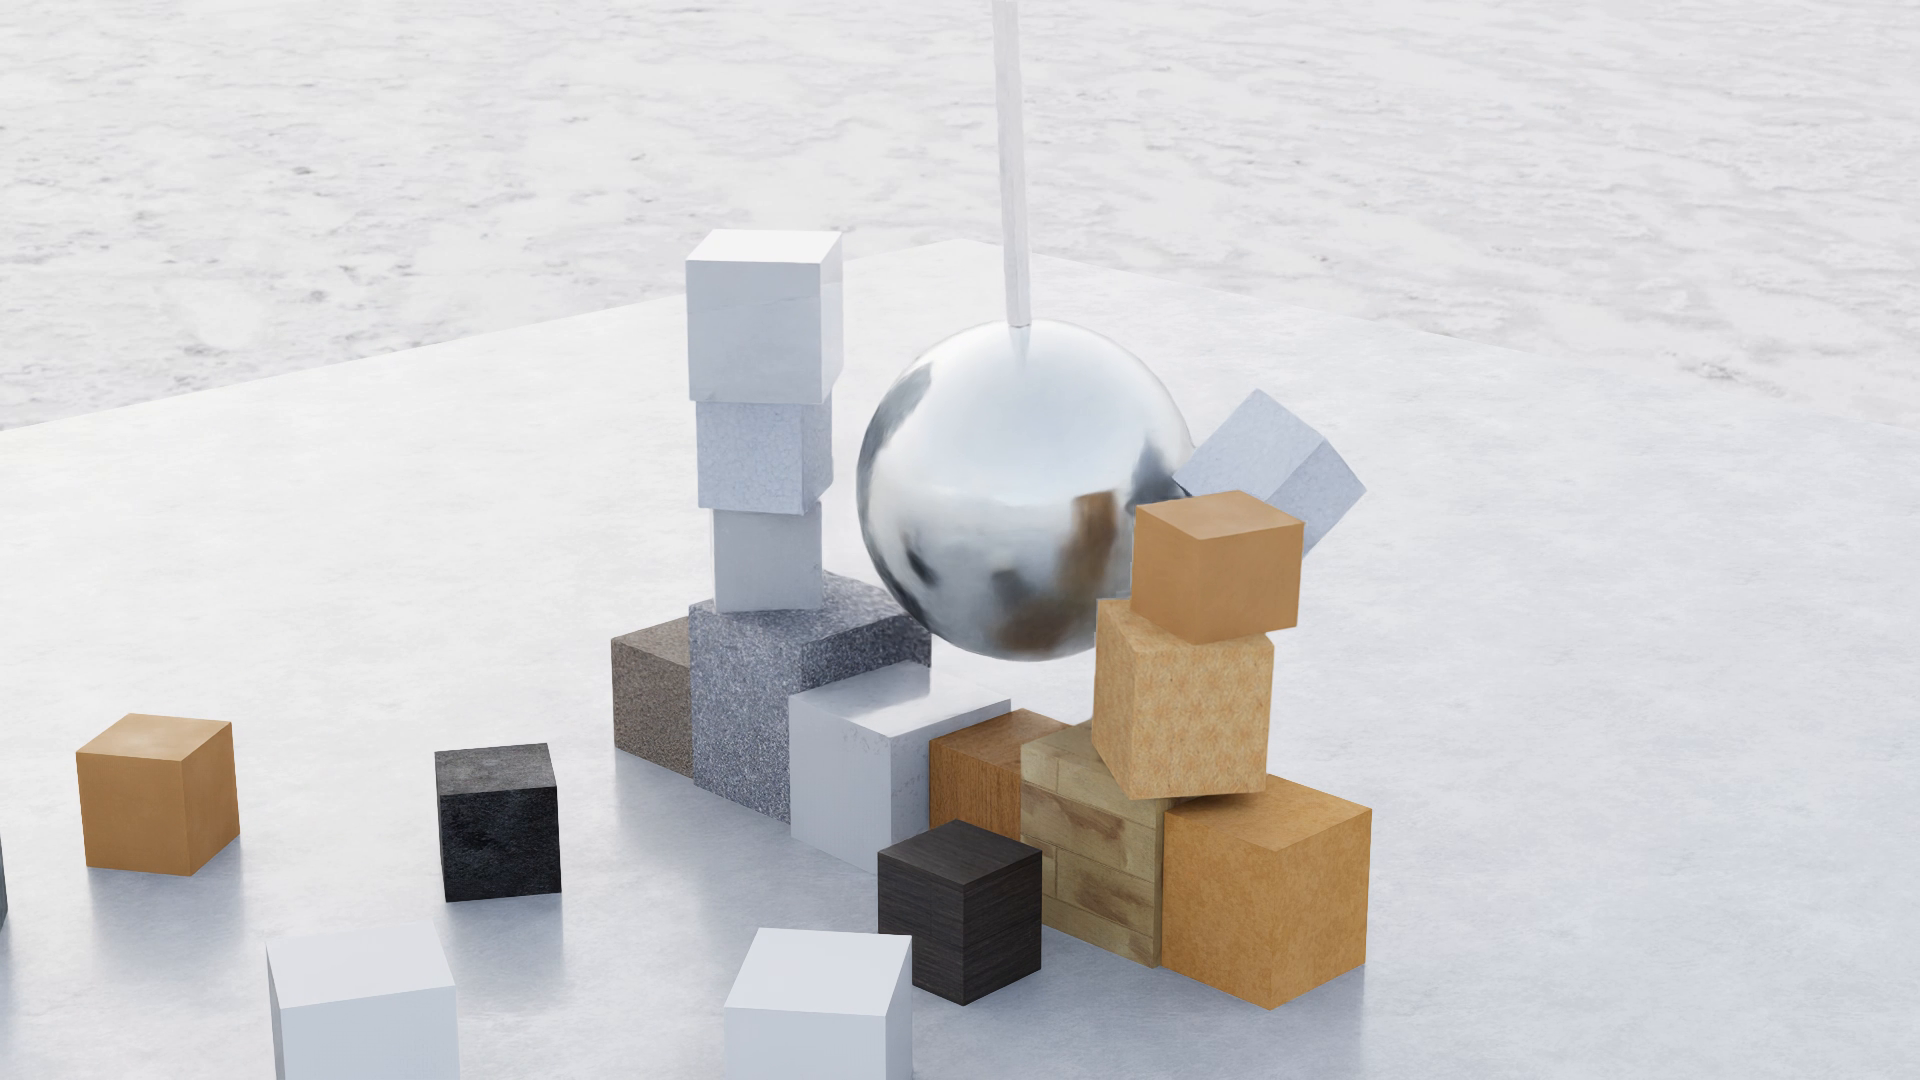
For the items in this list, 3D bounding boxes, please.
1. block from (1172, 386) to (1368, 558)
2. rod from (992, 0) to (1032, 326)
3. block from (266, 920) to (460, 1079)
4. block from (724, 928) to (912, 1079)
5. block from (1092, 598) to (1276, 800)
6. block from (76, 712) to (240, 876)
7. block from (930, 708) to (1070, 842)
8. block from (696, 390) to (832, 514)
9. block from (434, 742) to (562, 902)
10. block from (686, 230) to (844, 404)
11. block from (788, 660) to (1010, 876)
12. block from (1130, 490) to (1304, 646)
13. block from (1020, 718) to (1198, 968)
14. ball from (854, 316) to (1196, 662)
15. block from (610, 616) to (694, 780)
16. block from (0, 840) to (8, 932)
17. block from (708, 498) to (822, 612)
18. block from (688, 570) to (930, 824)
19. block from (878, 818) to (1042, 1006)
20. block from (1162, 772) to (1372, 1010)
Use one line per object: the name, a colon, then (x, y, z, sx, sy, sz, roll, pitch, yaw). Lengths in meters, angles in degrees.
block: (1.375, -0.249, 13.038, 0.495, 0.559, 0.457, 42, -2, 44)
rod: (0.135, -3.416, 12.410, 0.080, 5.200, 0.080, 17, 28, 42)
block: (-2.312, 1.897, 11.359, 0.649, 0.570, 0.616, -5, 18, -17)
block: (-0.533, 1.919, 11.267, 0.607, 0.583, 0.696, 2, 18, 7)
block: (0.937, 0.658, 12.442, 0.593, 0.659, 0.620, -2, 20, -12)
block: (-3.725, 1.180, 13.644, 0.523, 0.568, 0.513, 4, 18, 12)
block: (0.291, 1.219, 13.397, 0.601, 0.640, 0.619, -16, 24, -42)
block: (-0.930, -0.486, 14.022, 0.514, 0.568, 0.545, 4, 18, 12)
block: (-2.113, 1.285, 13.391, 0.519, 0.519, 0.545, -4, 18, -12)
block: (-0.907, -1.056, 13.780, 0.622, 0.666, 0.707, 2, 18, 6)
block: (-0.281, 1.069, 13.760, 0.746, 0.708, 0.720, -15, 23, -40)
block: (1.078, 0.111, 12.319, 0.525, 0.463, 0.480, -9, 22, -28)
block: (0.799, 1.287, 12.903, 0.781, 0.808, 0.723, 17, 24, 42)
ball: (0.312, -0.234, 13.595, 1.600, 1.600, 1.600, 0, 17, 0)
block: (-1.275, 0.773, 14.907, 0.715, 0.586, 0.674, -17, 24, -42)
block: (-4.468, 1.470, 12.707, 0.533, 0.576, 0.563, -3, 18, -9)
block: (-0.953, 0.000, 14.317, 0.517, 0.536, 0.560, -2, 18, -7)
block: (-0.729, 0.761, 14.358, 0.842, 0.939, 0.818, -17, 24, -42)
block: (-0.001, 1.572, 12.426, 0.496, 0.550, 0.486, 16, 23, 41)
block: (1.299, 1.477, 12.454, 0.642, 0.714, 0.600, -17, 24, -42)
